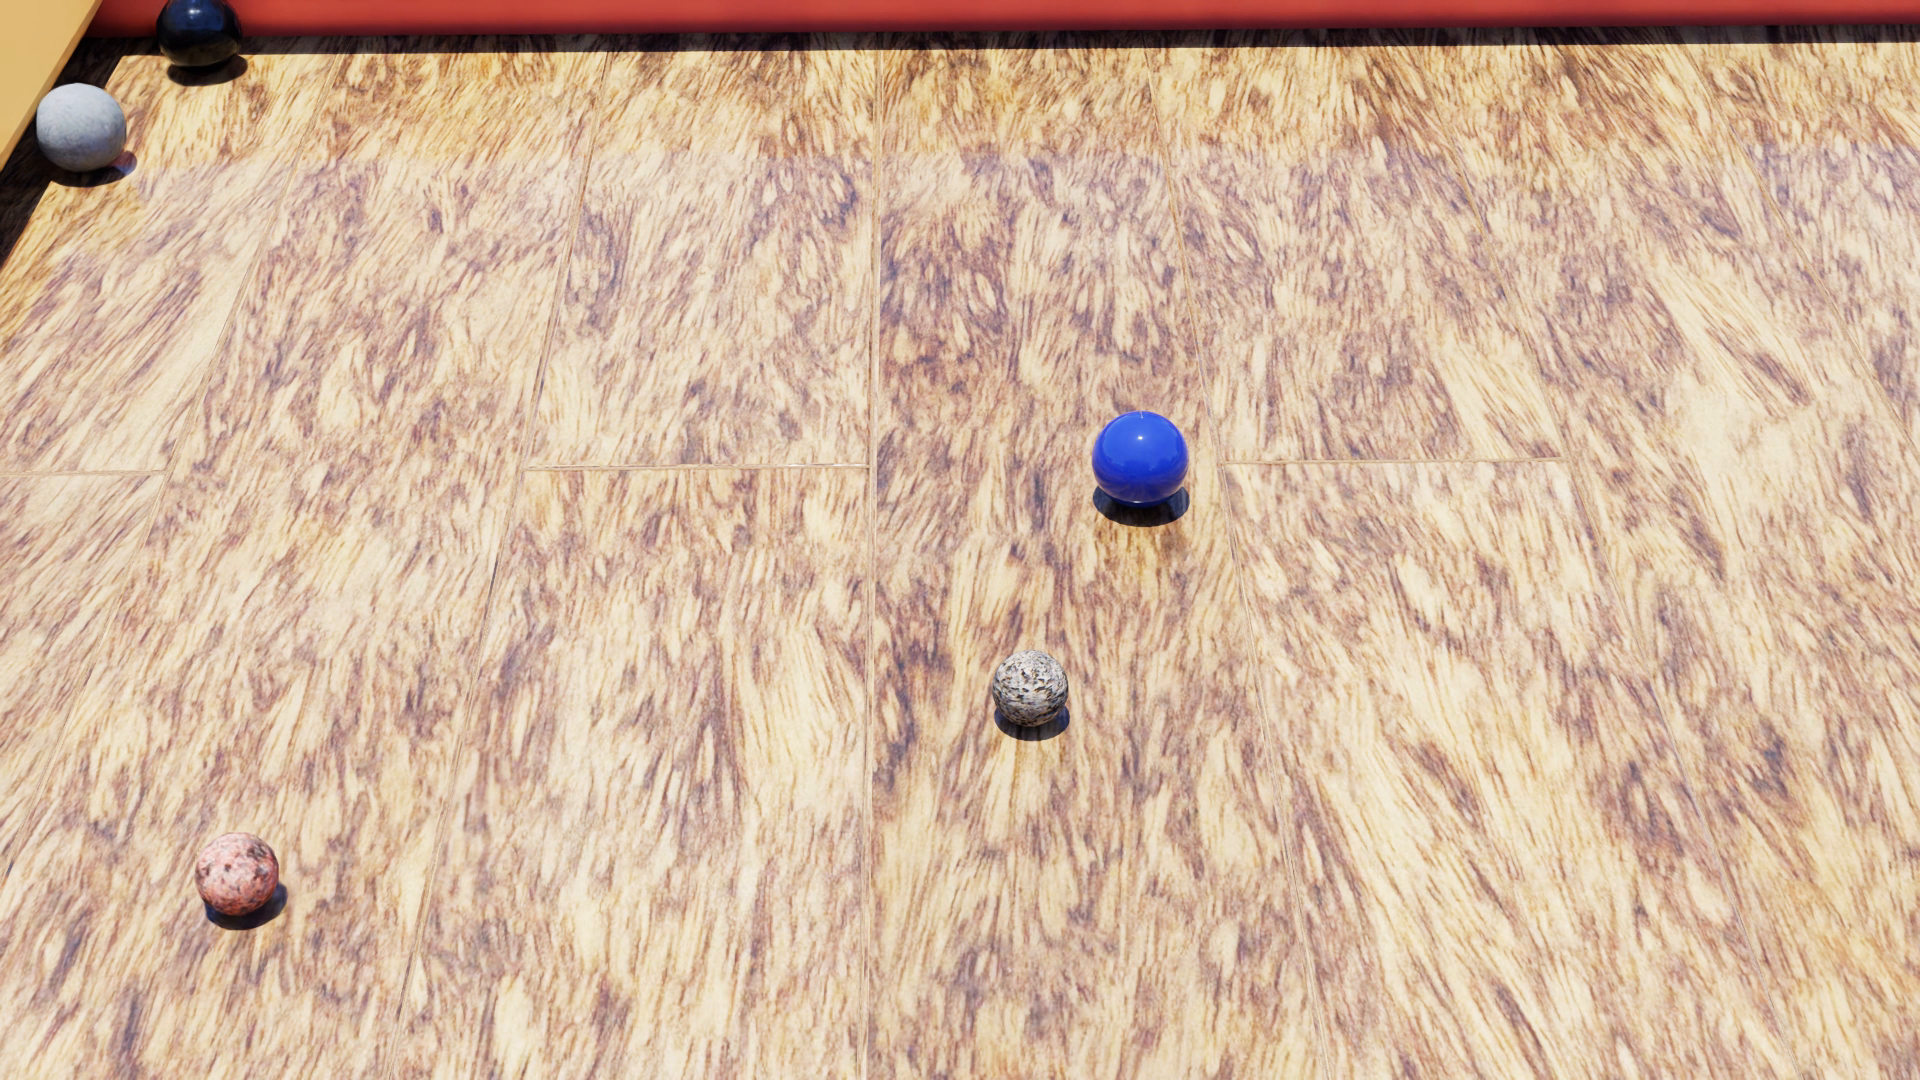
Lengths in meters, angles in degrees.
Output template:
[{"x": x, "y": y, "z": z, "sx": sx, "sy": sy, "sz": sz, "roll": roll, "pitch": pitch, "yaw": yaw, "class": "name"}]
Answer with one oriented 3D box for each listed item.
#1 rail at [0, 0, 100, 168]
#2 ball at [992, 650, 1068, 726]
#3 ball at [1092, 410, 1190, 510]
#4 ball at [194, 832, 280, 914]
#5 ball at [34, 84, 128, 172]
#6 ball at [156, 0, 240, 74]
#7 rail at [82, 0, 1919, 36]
[{"x": -0.789, "y": -0.018, "z": 1.676, "sx": 0.045, "sy": 0.126, "sz": 1.731, "roll": -1, "pitch": 36, "yaw": -1, "class": "rail"}, {"x": 0.044, "y": 0.092, "z": 1.592, "sx": 0.048, "sy": 0.048, "sz": 0.048, "roll": 0, "pitch": 36, "yaw": 0, "class": "ball"}, {"x": 0.125, "y": -0.056, "z": 1.778, "sx": 0.068, "sy": 0.068, "sz": 0.068, "roll": 0, "pitch": 36, "yaw": 0, "class": "ball"}, {"x": -0.411, "y": 0.189, "z": 1.458, "sx": 0.047, "sy": 0.047, "sz": 0.047, "roll": 0, "pitch": 36, "yaw": 0, "class": "ball"}, {"x": -0.747, "y": -0.350, "z": 2.179, "sx": 0.075, "sy": 0.075, "sz": 0.075, "roll": 0, "pitch": 36, "yaw": 0, "class": "ball"}, {"x": -0.693, "y": -0.461, "z": 2.334, "sx": 0.074, "sy": 0.074, "sz": 0.074, "roll": 0, "pitch": 36, "yaw": 0, "class": "ball"}, {"x": 0.799, "y": -0.528, "z": 2.380, "sx": 3.252, "sy": 0.126, "sz": 0.045, "roll": -1, "pitch": 36, "yaw": -1, "class": "rail"}]
